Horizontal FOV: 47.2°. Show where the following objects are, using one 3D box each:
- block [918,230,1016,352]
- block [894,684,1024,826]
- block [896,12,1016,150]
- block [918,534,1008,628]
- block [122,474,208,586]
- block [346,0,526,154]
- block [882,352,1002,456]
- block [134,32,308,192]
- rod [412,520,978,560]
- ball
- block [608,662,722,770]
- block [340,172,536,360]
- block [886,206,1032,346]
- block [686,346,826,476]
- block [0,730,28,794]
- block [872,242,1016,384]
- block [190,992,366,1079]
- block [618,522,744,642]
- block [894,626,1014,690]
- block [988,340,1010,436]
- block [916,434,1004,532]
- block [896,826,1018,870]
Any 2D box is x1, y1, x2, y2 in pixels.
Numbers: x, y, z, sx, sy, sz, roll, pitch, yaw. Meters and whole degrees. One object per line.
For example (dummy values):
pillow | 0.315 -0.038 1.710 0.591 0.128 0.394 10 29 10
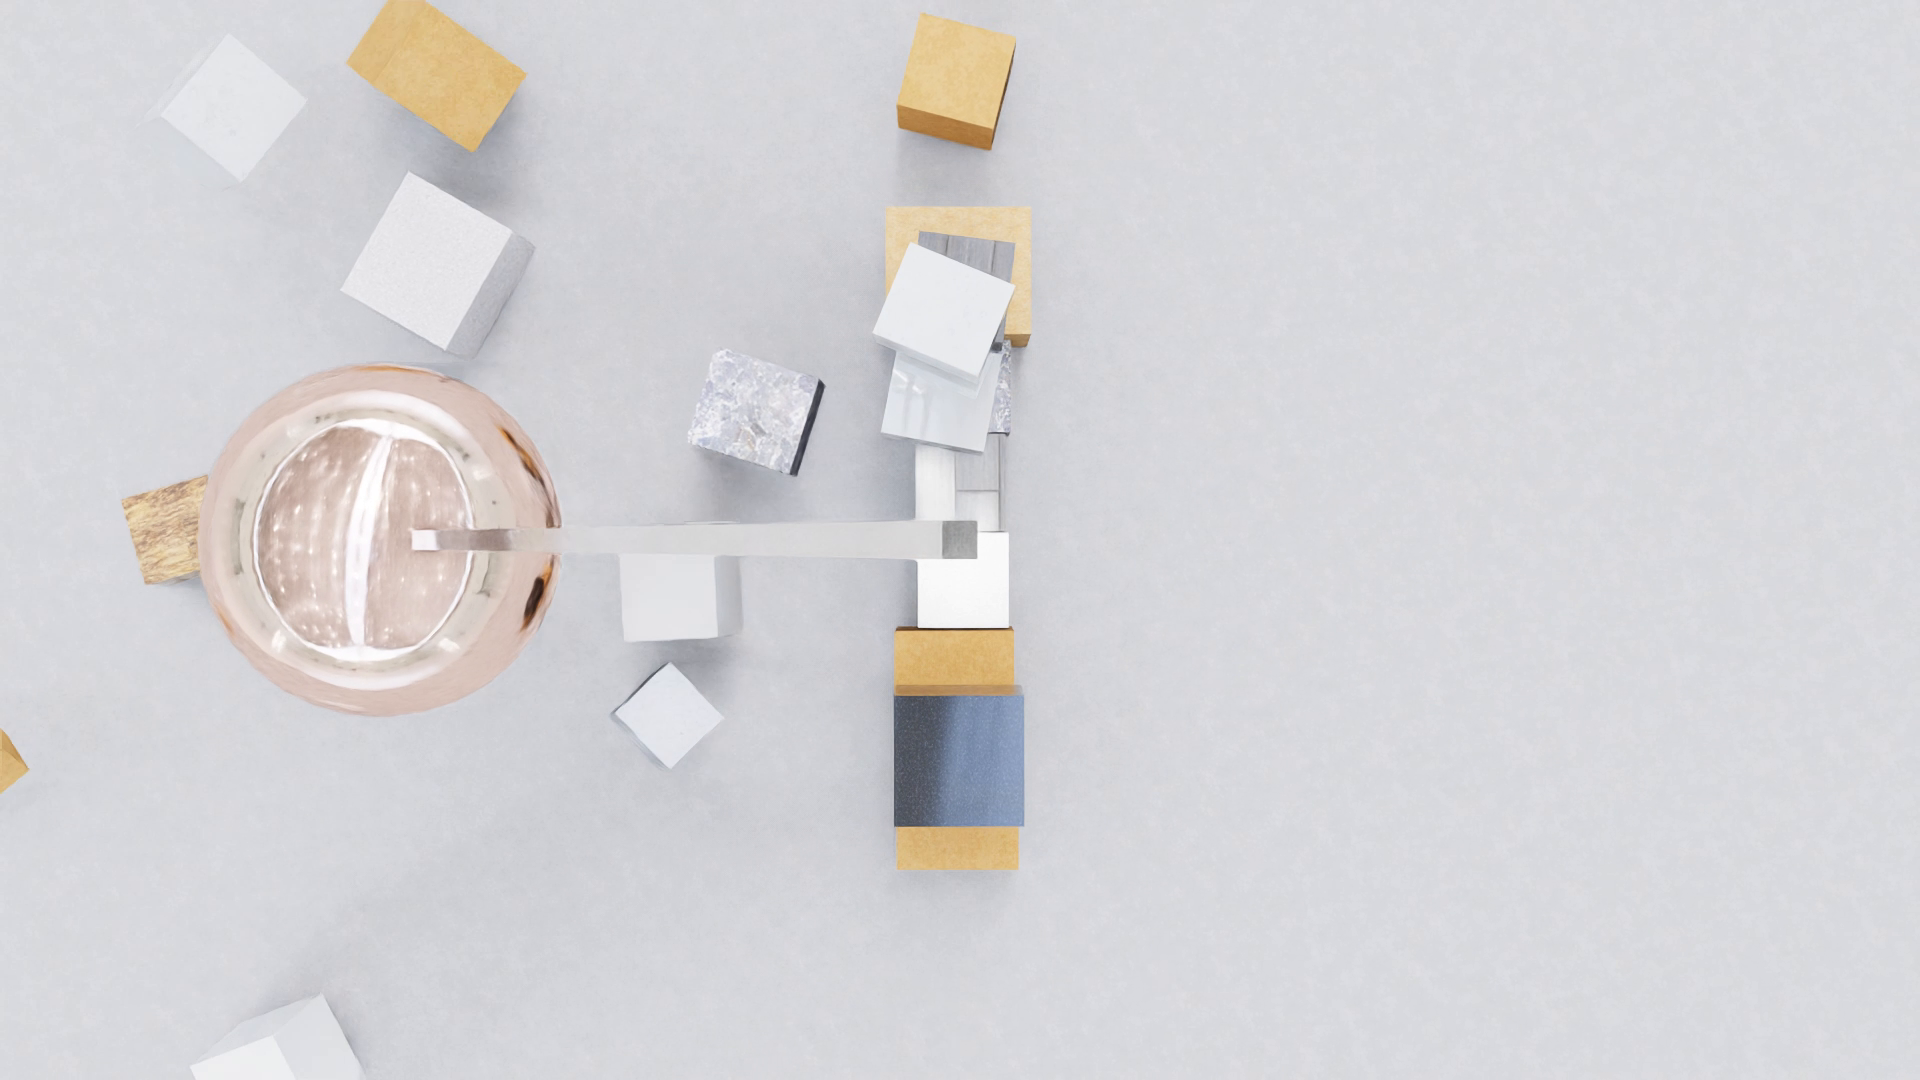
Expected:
block | 0.007 -1.341 11.921 0.516 0.539 0.534 7 90 0
block | -0.005 1.169 12.008 0.695 0.599 0.701 0 92 0
block | -0.021 -2.643 12.714 0.564 0.546 0.544 14 87 0
block | 0.018 0.230 12.750 0.516 0.501 0.538 0 90 0
block | -4.471 -0.058 12.775 0.518 0.449 0.510 -16 90 0
block | -2.974 -2.676 12.480 0.684 0.619 0.545 33 93 -36
block | -0.100 -0.792 12.173 0.566 0.518 0.534 11 89 0
block | -3.873 -2.226 11.514 0.504 0.563 0.568 42 70 -28
rod | -1.126 0.000 6.855 0.080 5.200 0.080 0 90 -26
ball | -2.599 0.000 9.919 1.600 1.600 1.600 0 90 0
block | -1.702 1.020 12.703 0.425 0.407 0.445 -44 95 -15
block | -2.983 -1.563 12.649 0.673 0.702 0.766 30 90 0
block | -0.009 -1.495 12.595 0.807 0.810 0.704 0 90 0
block | -1.170 -0.734 12.698 0.610 0.603 0.568 18 90 0
block | -5.366 1.196 11.850 0.430 0.358 0.367 -42 51 -11
block | -0.081 -1.165 11.375 0.575 0.552 0.496 23 90 0
block | -3.901 3.056 12.613 0.594 0.547 0.580 -23 98 18
block | -1.599 0.235 12.653 0.545 0.626 0.646 -3 90 8
block | -0.031 0.836 12.654 0.670 0.692 0.653 0 90 0
block | 0.008 -0.872 12.717 0.558 0.565 0.521 0 90 0
block | 0.001 -0.325 12.715 0.505 0.570 0.552 0 90 0
block | -0.012 1.509 12.659 0.683 0.682 0.675 0 90 0
